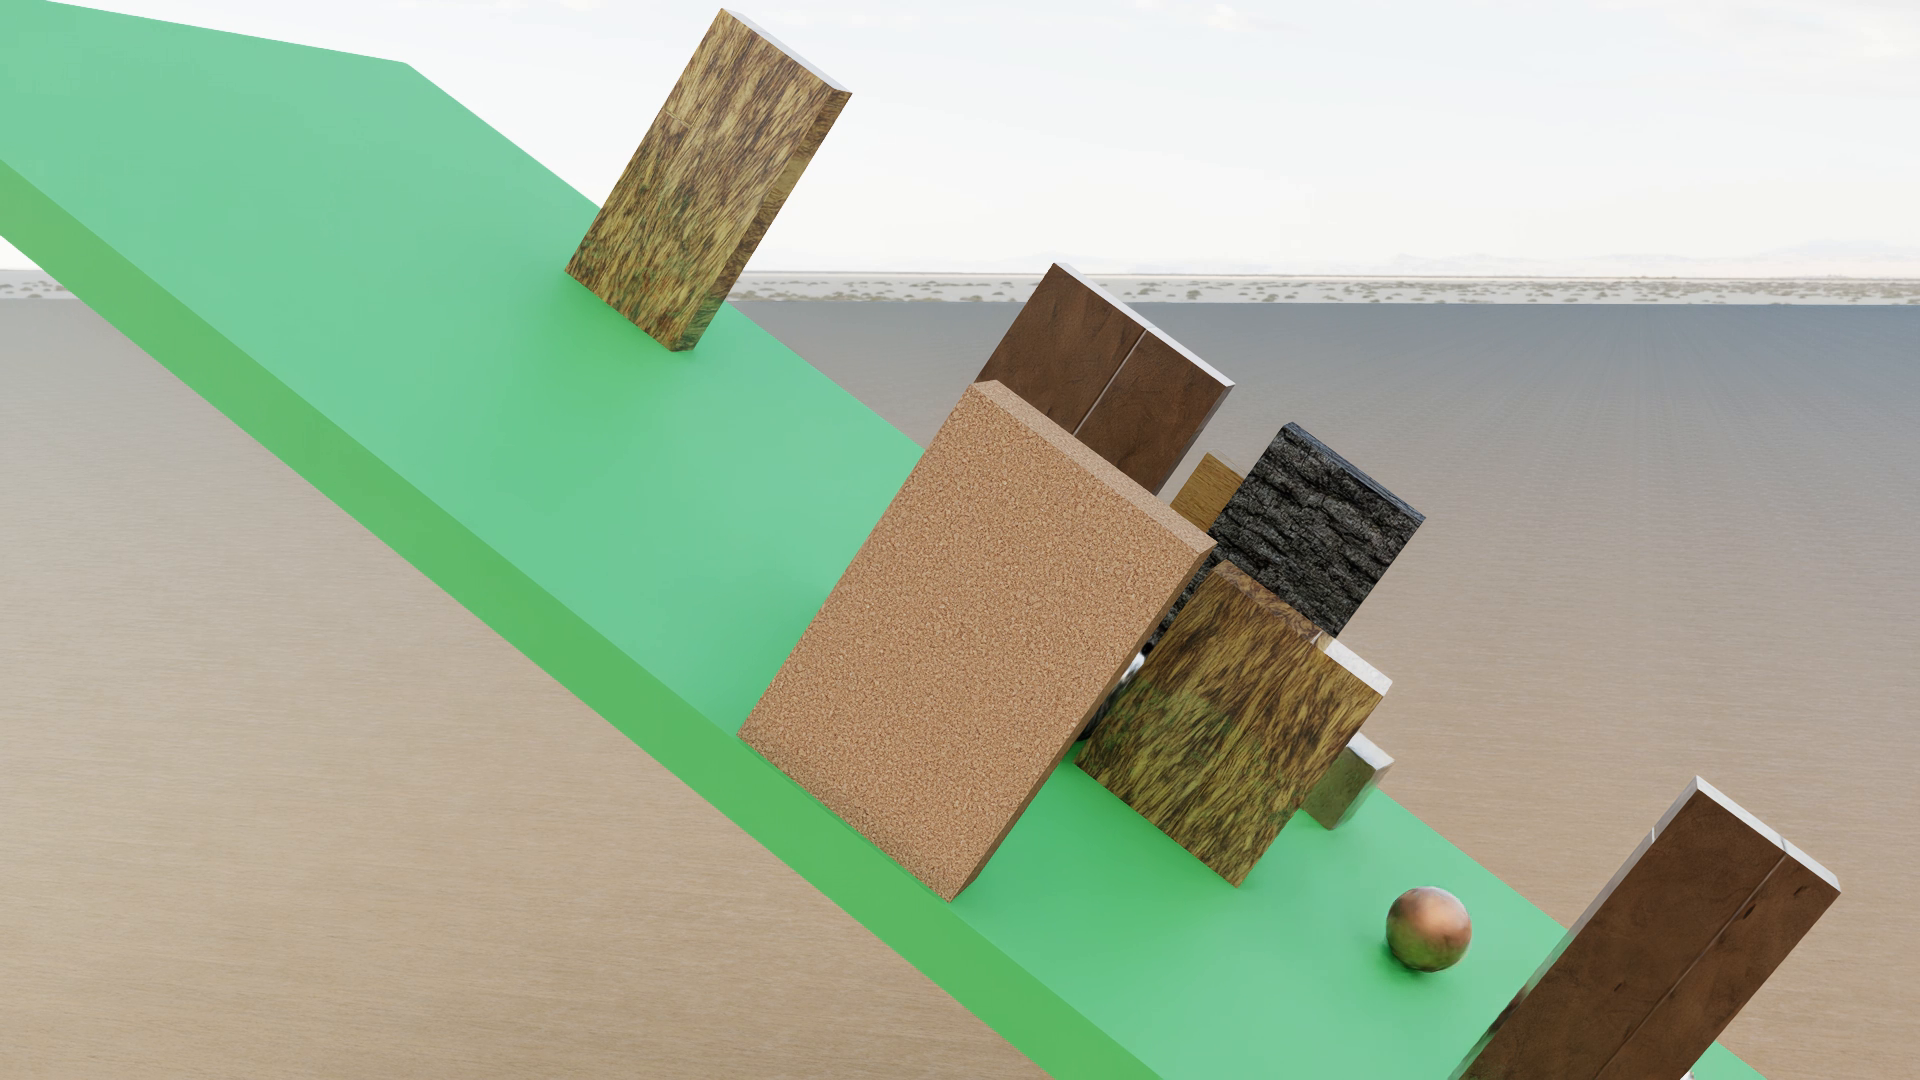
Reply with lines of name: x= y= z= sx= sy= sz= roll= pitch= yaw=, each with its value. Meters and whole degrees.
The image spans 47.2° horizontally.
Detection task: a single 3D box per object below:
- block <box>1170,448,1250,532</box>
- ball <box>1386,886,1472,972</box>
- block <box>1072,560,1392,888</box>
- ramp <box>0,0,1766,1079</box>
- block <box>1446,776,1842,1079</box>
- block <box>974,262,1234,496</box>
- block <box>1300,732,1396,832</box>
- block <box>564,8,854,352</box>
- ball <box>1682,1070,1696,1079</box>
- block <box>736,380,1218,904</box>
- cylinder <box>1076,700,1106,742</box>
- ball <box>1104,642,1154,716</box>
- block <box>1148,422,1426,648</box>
block: x=0.564 y=0.105 z=4.634 sx=0.395 sy=0.441 sz=0.102 roll=37 pitch=16 yaw=10
ball: x=0.842 y=0.700 z=3.956 sx=0.153 sy=0.153 sz=0.153 roll=0 pitch=7 yaw=0
block: x=0.474 y=0.317 z=3.834 sx=0.358 sy=0.426 sz=0.143 roll=37 pitch=16 yaw=10
ramp: x=-0.099 y=0.174 z=4.086 sx=4.000 sy=0.100 sz=2.000 roll=37 pitch=16 yaw=10
block: x=0.988 y=0.694 z=3.280 sx=0.242 sy=0.676 sz=0.092 roll=37 pitch=16 yaw=10
block: x=0.100 y=-0.058 z=3.630 sx=0.343 sy=0.727 sz=0.084 roll=37 pitch=16 yaw=10
block: x=0.754 y=0.468 z=4.461 sx=0.159 sy=0.159 sz=0.159 roll=40 pitch=16 yaw=19
block: x=-0.526 y=-0.741 z=4.565 sx=0.296 sy=0.643 sz=0.110 roll=37 pitch=16 yaw=10
ball: x=1.207 y=0.967 z=3.866 sx=0.169 sy=0.169 sz=0.169 roll=0 pitch=7 yaw=0
block: x=0.018 y=0.141 z=3.077 sx=0.386 sy=0.612 sz=0.129 roll=37 pitch=16 yaw=10
cylinder: x=0.175 y=0.293 z=3.877 sx=0.118 sy=0.118 sz=0.118 roll=5 pitch=-5 yaw=37
ball: x=0.286 y=0.262 z=4.054 sx=0.194 sy=0.194 sz=0.194 roll=0 pitch=7 yaw=0
block: x=0.549 y=0.134 z=4.121 sx=0.304 sy=0.649 sz=0.116 roll=37 pitch=16 yaw=10
